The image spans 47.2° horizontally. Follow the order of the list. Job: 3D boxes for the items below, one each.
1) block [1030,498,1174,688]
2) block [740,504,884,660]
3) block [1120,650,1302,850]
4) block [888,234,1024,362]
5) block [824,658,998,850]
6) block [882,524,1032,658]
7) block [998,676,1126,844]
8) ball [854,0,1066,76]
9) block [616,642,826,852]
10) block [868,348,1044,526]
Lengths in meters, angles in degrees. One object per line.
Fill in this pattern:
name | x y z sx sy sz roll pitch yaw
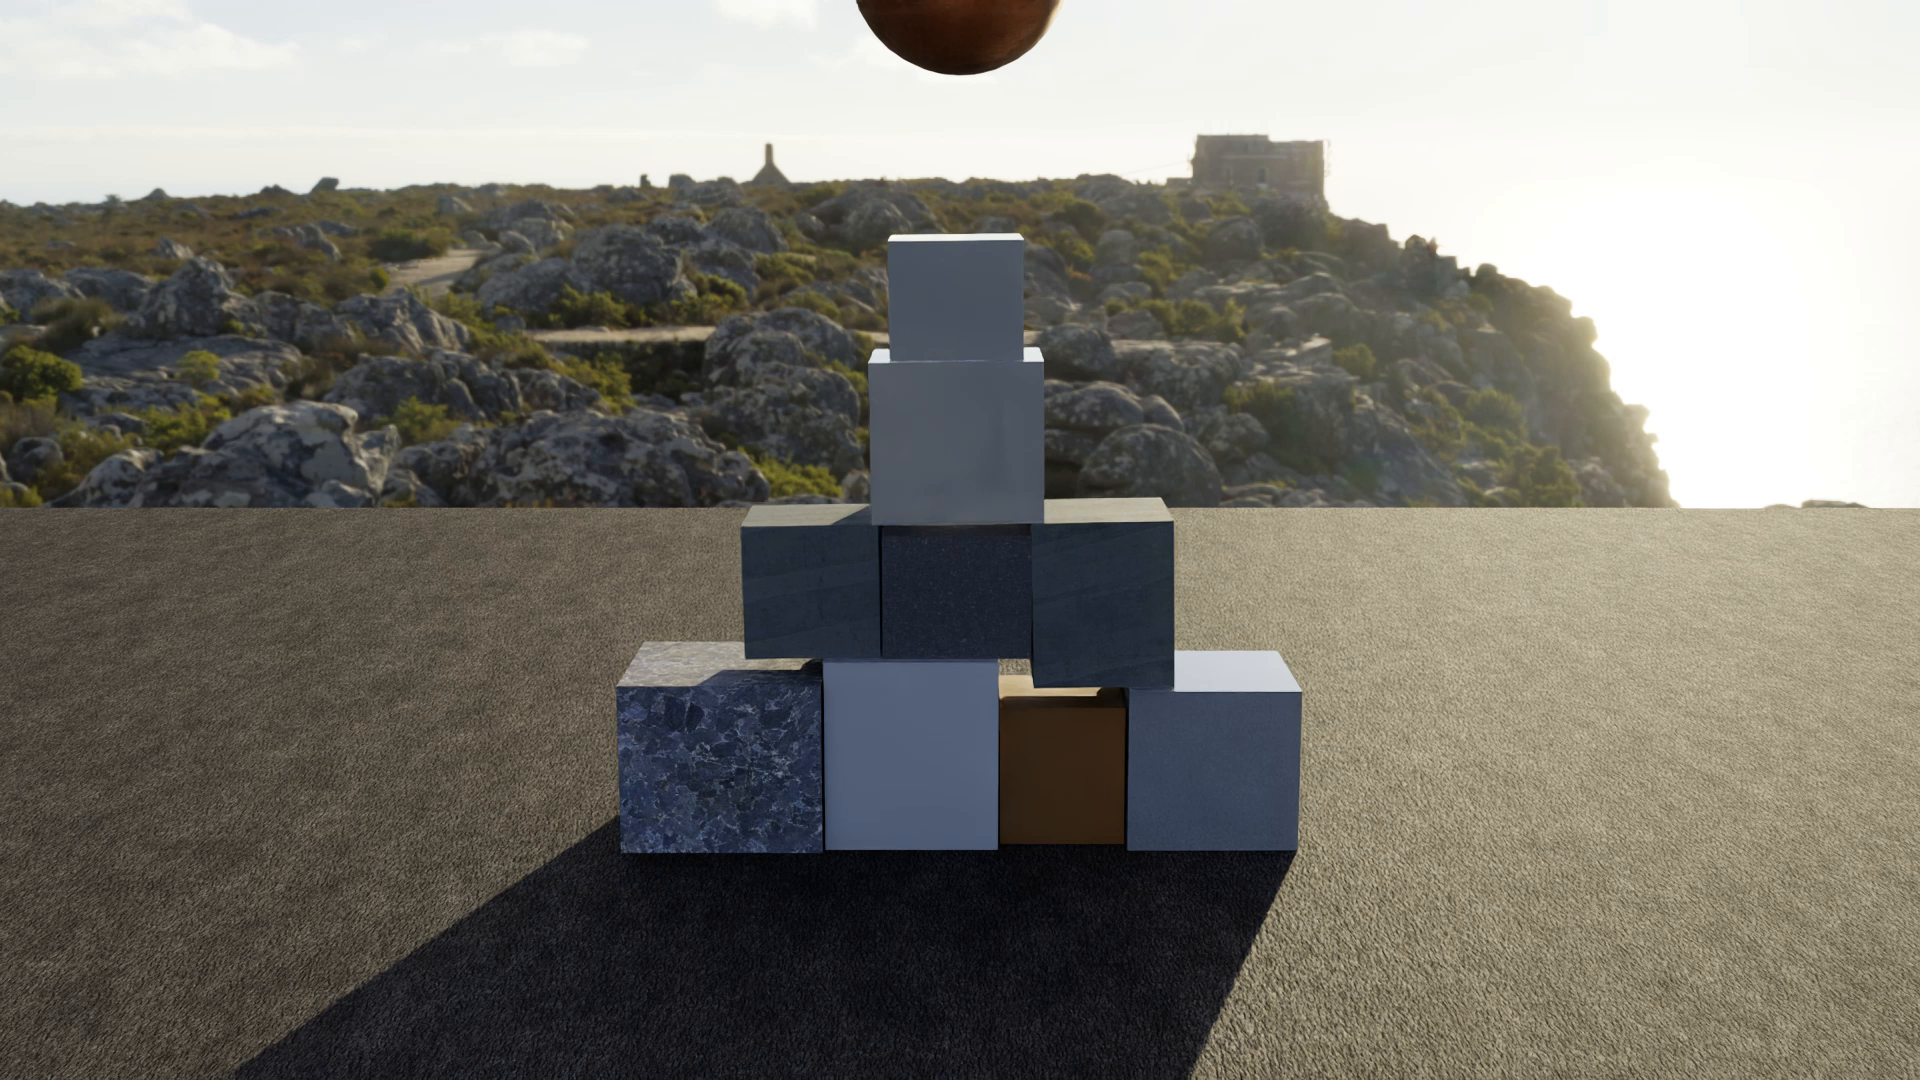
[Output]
block | 0.710 0.259 11.238 0.702 0.835 0.724 -1 10 0
block | -0.737 0.202 11.204 0.679 0.672 0.636 -1 10 0
block | 1.265 1.073 11.371 0.854 0.820 0.876 0 10 0
block | -0.018 -1.214 10.963 0.656 0.585 0.638 -1 10 0
block | -0.242 1.004 11.355 0.866 0.962 0.850 0 10 0
block | -0.017 0.224 11.221 0.738 0.619 0.693 0 10 0
block | 0.515 1.127 11.391 0.627 0.708 0.687 0 10 0
ball | 0.000 -4.122 15.670 1.600 1.600 1.600 0 10 0
block | -1.188 1.053 11.381 1.007 0.856 0.981 0 10 0
block | -0.014 -0.534 11.085 0.852 0.799 0.714 -1 10 0
